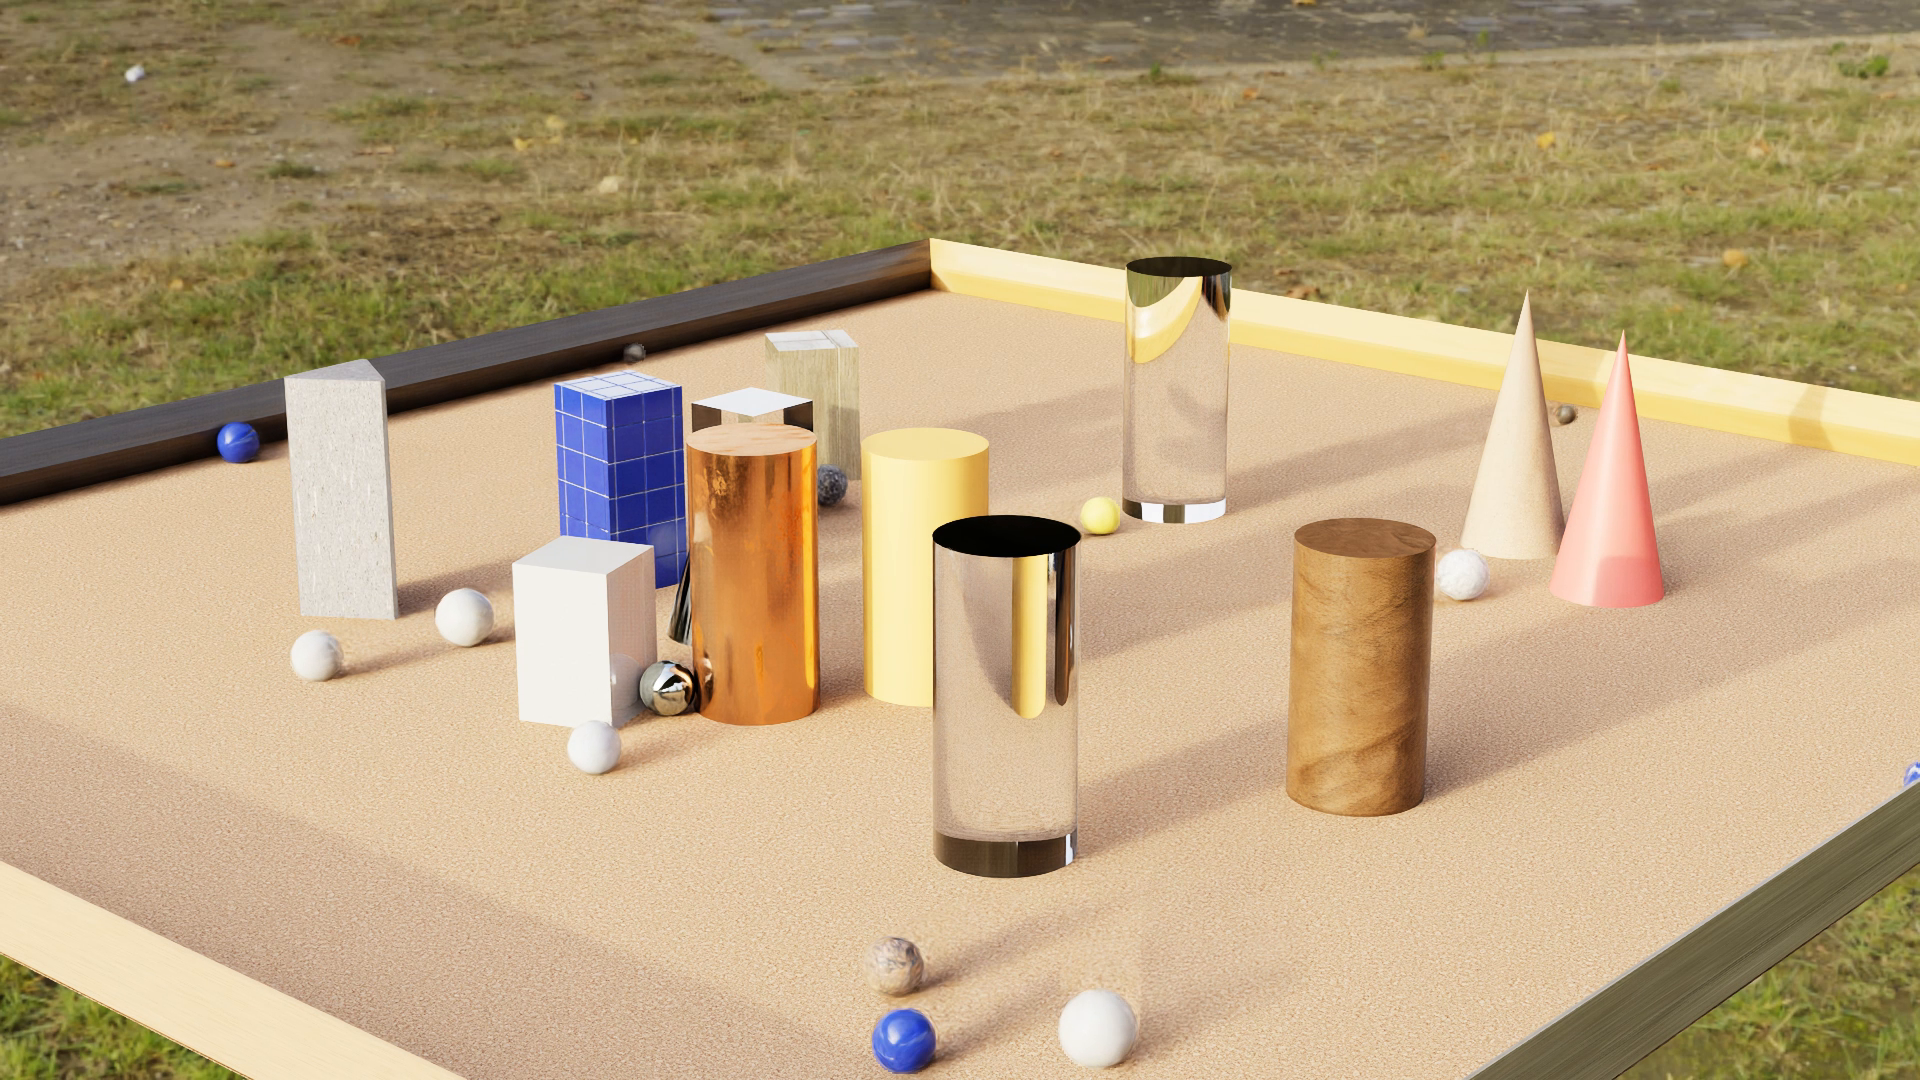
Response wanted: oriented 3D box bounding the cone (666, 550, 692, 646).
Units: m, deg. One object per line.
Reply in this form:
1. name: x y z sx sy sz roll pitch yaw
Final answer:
1. cone: -0.396 -0.008 4.905 0.200 0.334 0.200 0 17 0

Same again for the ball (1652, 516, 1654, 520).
1. ball: 1.221 -0.025 5.367 0.100 0.100 0.100 0 17 0

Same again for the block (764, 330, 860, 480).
1. block: -0.295 -0.267 5.870 0.160 0.272 0.160 -4 17 -13

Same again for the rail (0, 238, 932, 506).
1. rail: -1.319 -0.298 6.217 0.045 0.130 3.840 14 22 39

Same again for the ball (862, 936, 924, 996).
1. ball: -0.082 0.522 3.593 0.075 0.075 0.075 0 17 0

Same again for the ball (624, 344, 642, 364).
1. ball: -0.760 -0.432 6.812 0.046 0.046 0.046 0 17 0

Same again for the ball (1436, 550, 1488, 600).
1. ball: 0.874 0.061 5.100 0.089 0.089 0.089 0 17 0

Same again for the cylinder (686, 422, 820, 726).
1. cylinder: -0.318 0.051 4.541 0.200 0.430 0.200 0 17 0

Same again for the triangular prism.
1. triangular prism: -1.036 -0.090 5.030 0.173 0.418 0.150 2 17 8

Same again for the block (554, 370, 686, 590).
1. block: -0.597 -0.100 5.166 0.160 0.358 0.160 -14 22 -38

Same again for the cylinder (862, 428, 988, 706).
1. cylinder: -0.055 0.041 4.629 0.200 0.399 0.200 0 17 0

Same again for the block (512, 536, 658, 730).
1. block: -0.578 0.144 4.540 0.160 0.253 0.160 6 18 20

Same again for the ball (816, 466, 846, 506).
1. ball: -0.258 -0.104 5.665 0.079 0.079 0.079 0 17 0

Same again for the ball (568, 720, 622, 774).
1. ball: -0.537 0.304 4.309 0.079 0.079 0.079 0 17 0

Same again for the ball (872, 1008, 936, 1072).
1. ball: -0.064 0.580 3.400 0.075 0.075 0.075 0 17 0

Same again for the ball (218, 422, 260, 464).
1. ball: -1.469 -0.199 5.971 0.085 0.085 0.085 0 17 0

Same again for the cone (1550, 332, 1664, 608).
1. cone: 1.138 -0.137 5.094 0.200 0.470 0.200 0 17 0

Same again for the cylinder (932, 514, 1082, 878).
1. cylinder: 0.062 0.210 3.975 0.200 0.451 0.200 0 17 0

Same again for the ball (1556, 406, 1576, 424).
1. ball: 1.296 -0.267 6.271 0.042 0.042 0.042 0 17 0

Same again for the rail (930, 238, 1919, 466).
1. rail: 1.243 -0.380 6.491 3.542 0.130 0.045 14 22 39

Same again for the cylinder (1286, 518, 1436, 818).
1. cylinder: 0.572 0.180 4.192 0.200 0.384 0.200 0 17 0

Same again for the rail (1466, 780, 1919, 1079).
1. rail: 1.319 0.363 4.023 0.045 0.130 3.840 14 22 39

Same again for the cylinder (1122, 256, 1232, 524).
1. cylinder: 0.412 -0.287 5.586 0.200 0.475 0.200 0 17 0

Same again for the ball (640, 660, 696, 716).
1. ball: -0.453 0.229 4.545 0.087 0.087 0.087 0 17 0

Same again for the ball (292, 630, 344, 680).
1. ball: -1.030 0.185 4.700 0.081 0.081 0.081 0 17 0

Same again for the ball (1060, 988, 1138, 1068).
1. ball: 0.161 0.568 3.411 0.091 0.091 0.091 0 17 0

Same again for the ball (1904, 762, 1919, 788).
1. ball: 1.380 0.349 4.171 0.073 0.073 0.073 0 17 0

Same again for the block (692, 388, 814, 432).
1. block: -0.387 -0.140 5.496 0.160 0.246 0.160 14 22 38

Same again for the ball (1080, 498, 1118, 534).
1. ball: 0.261 -0.045 5.483 0.071 0.071 0.071 0 17 0

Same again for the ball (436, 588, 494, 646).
1. ball: -0.821 0.128 4.863 0.096 0.096 0.096 0 17 0

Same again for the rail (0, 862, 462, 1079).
1. rail: -1.243 0.445 3.748 3.542 0.130 0.045 14 22 39

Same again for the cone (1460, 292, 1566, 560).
1. cone: 1.026 -0.224 5.365 0.200 0.481 0.200 0 17 0
